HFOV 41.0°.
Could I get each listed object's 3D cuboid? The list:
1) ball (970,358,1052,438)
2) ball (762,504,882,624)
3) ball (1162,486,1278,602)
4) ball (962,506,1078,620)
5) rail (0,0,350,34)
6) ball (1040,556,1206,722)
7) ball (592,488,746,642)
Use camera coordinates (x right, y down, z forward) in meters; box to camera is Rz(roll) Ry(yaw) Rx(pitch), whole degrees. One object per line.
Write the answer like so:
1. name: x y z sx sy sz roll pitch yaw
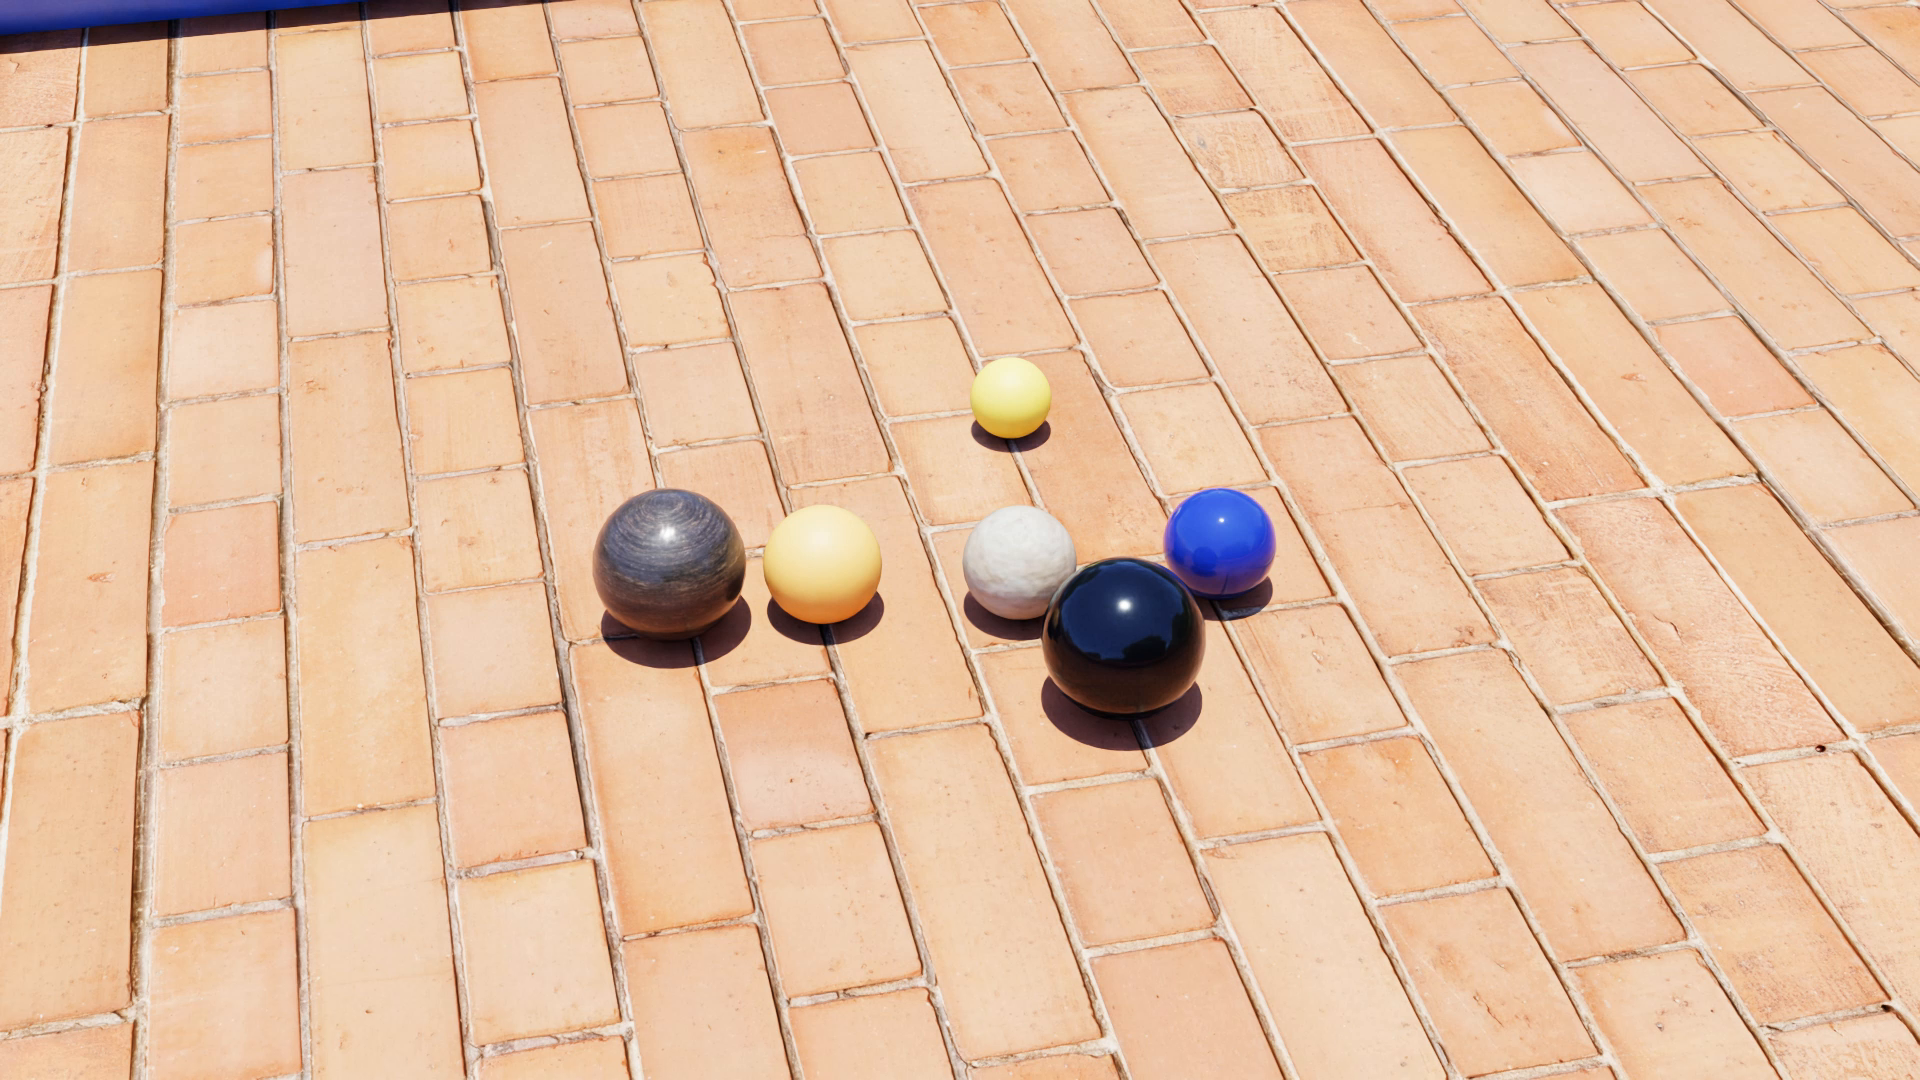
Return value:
1. ball: 0.033 -0.092 1.664 0.053 0.053 0.053 0 36 0
2. ball: -0.081 0.014 1.504 0.070 0.070 0.070 0 36 0
3. ball: 0.154 0.002 1.522 0.068 0.068 0.068 0 36 0
4. ball: 0.035 0.013 1.508 0.068 0.068 0.068 0 36 0
5. rail: 0.593 -0.653 2.370 3.271 0.120 0.045 -8 37 -10
6. ball: 0.091 0.055 1.430 0.092 0.092 0.092 0 36 0
7. ball: -0.169 0.014 1.488 0.089 0.089 0.089 0 36 0
